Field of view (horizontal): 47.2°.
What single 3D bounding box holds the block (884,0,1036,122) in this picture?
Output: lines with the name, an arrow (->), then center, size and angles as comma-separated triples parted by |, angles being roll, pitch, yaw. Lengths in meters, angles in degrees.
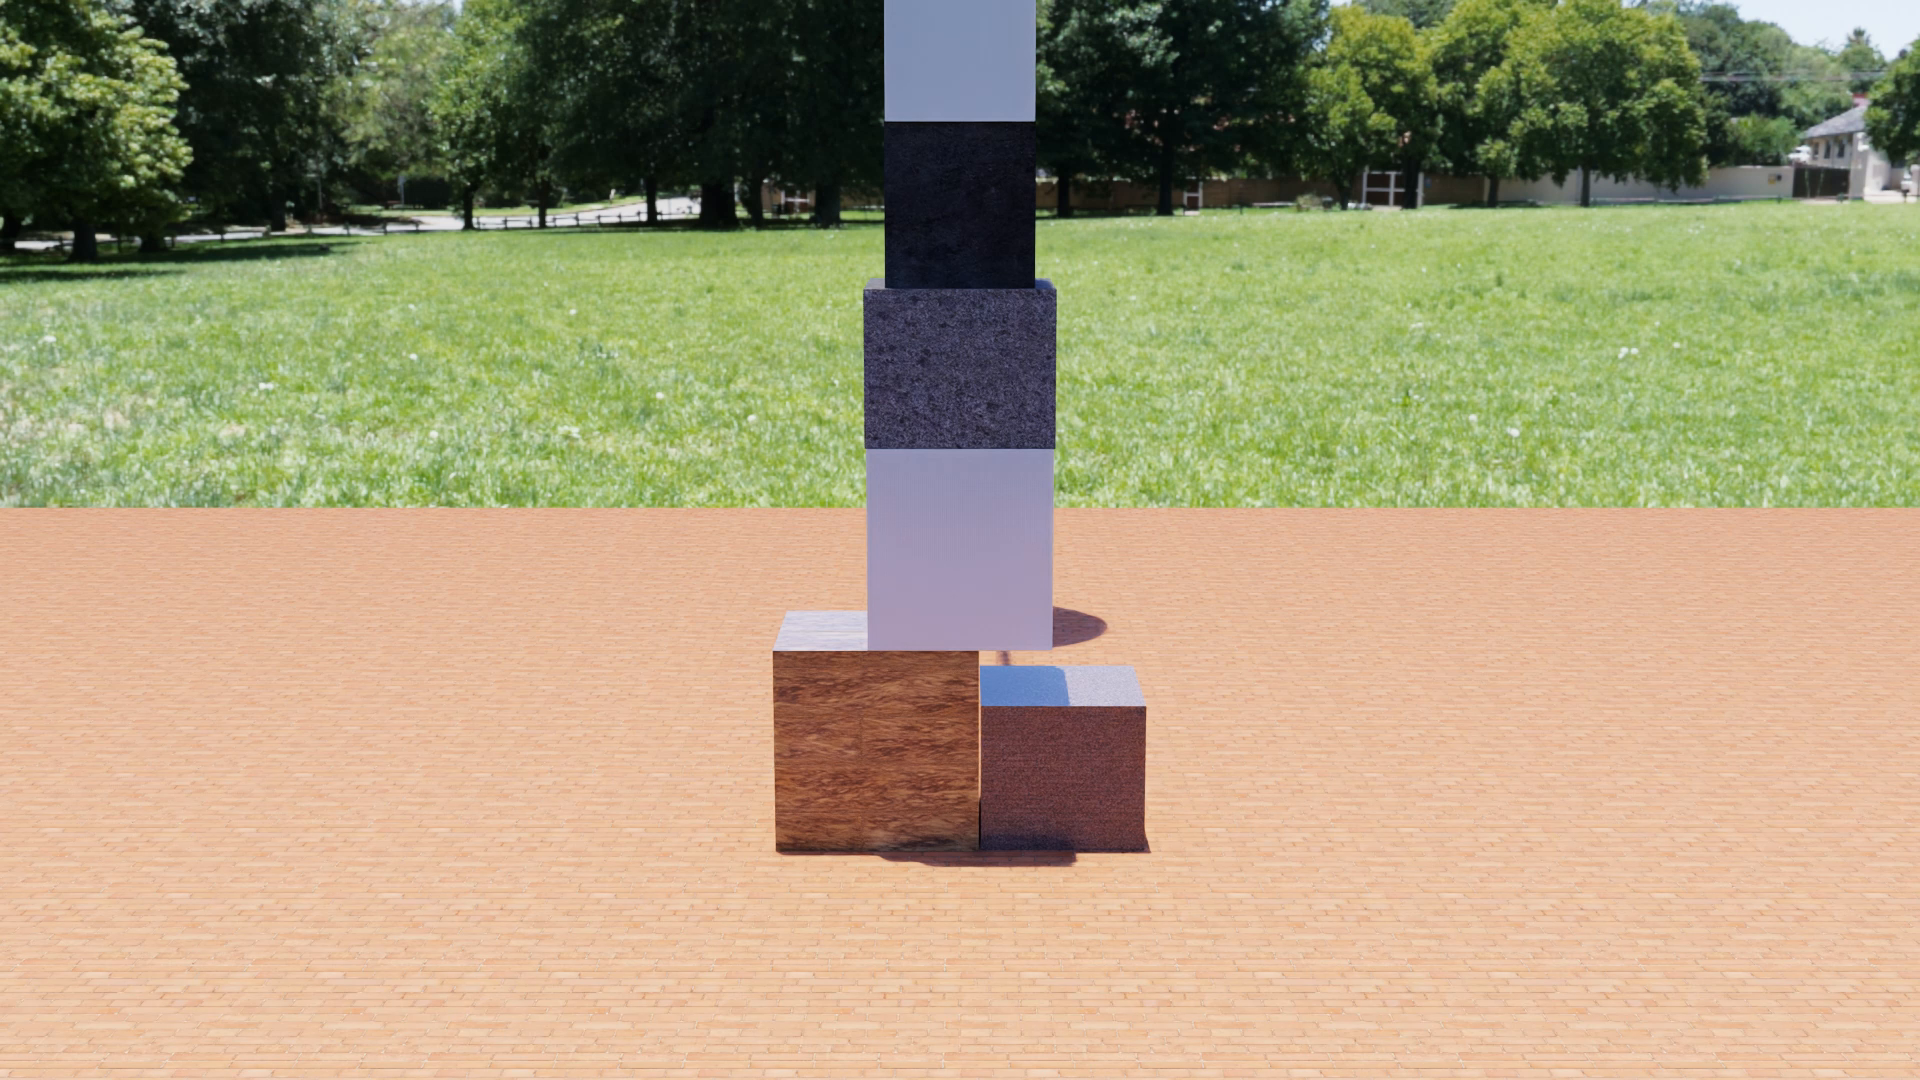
block -> 0.000, -2.441, 10.730 | 0.713, 0.789, 0.758 | 0, 10, 0

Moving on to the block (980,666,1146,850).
block -> 0.513, 1.112, 11.366 | 0.819, 0.745, 0.854 | 0, 10, 0

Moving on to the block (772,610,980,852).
block -> -0.414, 0.967, 11.366 | 1.016, 1.030, 0.926 | 0, 10, 0

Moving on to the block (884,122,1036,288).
block -> 0.000, -1.666, 10.881 | 0.723, 0.789, 0.740 | 0, 10, 0

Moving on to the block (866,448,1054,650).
block -> 0.000, -0.031, 11.189 | 0.910, 0.998, 0.934 | 0, 10, 0

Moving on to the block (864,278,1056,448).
block -> 0.000, -0.900, 11.025 | 0.927, 0.771, 0.882 | 0, 10, 0
